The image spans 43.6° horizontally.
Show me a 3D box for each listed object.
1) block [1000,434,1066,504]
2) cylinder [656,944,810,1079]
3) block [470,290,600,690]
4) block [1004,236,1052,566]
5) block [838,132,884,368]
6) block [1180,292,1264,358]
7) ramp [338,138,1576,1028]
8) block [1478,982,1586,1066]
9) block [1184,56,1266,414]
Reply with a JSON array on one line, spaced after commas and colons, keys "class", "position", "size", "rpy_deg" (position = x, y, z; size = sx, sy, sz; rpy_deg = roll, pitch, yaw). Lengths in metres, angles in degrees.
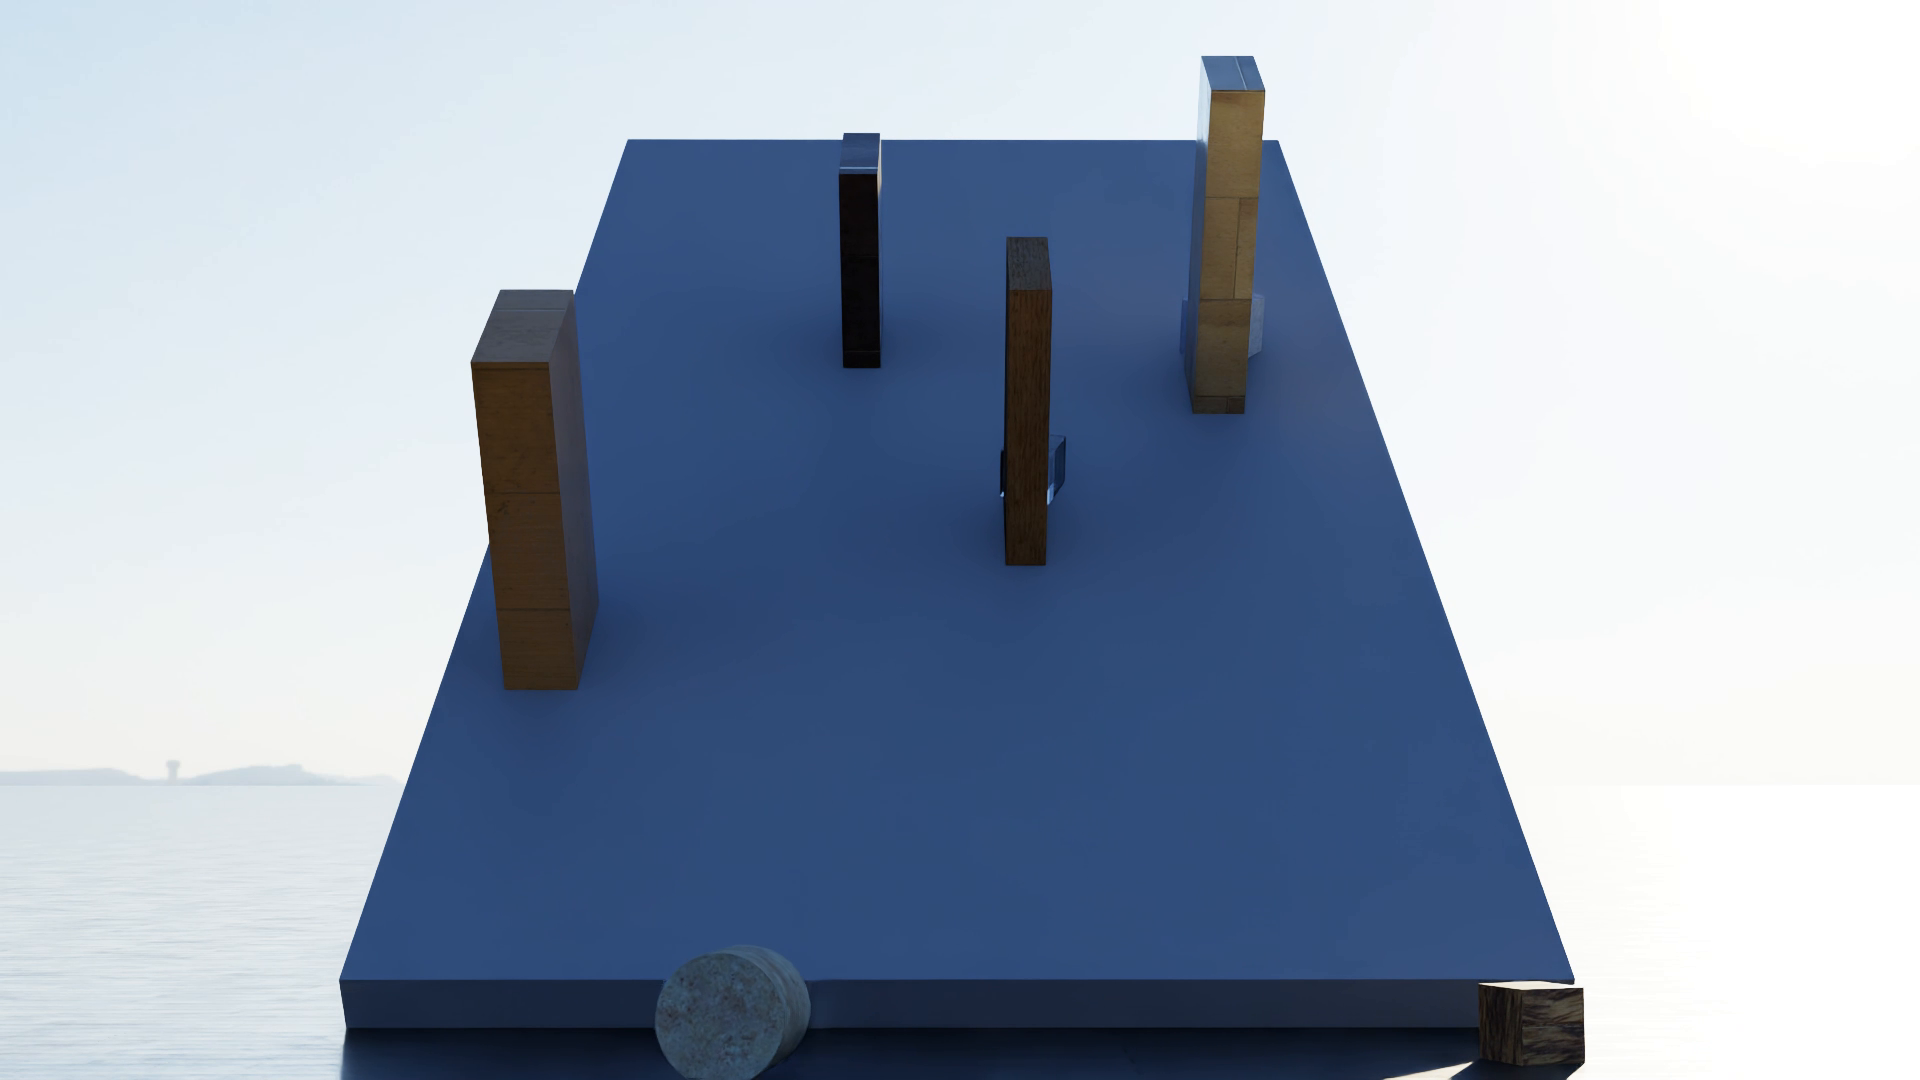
[{"class": "block", "position": [0.162, -0.165, 5.342], "size": [0.114, 0.114, 0.114], "rpy_deg": [10, 31, 17]}, {"class": "cylinder", "position": [-0.307, 0.644, 3.262], "size": [0.175, 0.175, 0.175], "rpy_deg": [-1, -6, 8]}, {"class": "block", "position": [-0.809, -0.095, 4.613], "size": [0.140, 0.695, 0.331], "rpy_deg": [0, 29, 0]}, {"class": "block", "position": [0.139, -0.289, 5.036], "size": [0.084, 0.629, 0.280], "rpy_deg": [0, 29, 0]}, {"class": "block", "position": [-0.242, -0.715, 5.929], "size": [0.092, 0.505, 0.290], "rpy_deg": [0, 29, 0]}, {"class": "block", "position": [0.652, -0.535, 5.979], "size": [0.147, 0.147, 0.147], "rpy_deg": [22, 36, 34]}, {"class": "ramp", "position": [-0.012, -0.217, 5.656], "size": [2.000, 0.100, 4.000], "rpy_deg": [0, 29, 0]}, {"class": "block", "position": [0.827, 0.699, 3.478], "size": [0.107, 0.107, 0.107], "rpy_deg": [2, -6, -22]}, {"class": "block", "position": [0.615, -0.709, 5.622], "size": [0.121, 0.797, 0.249], "rpy_deg": [0, 29, 0]}]
